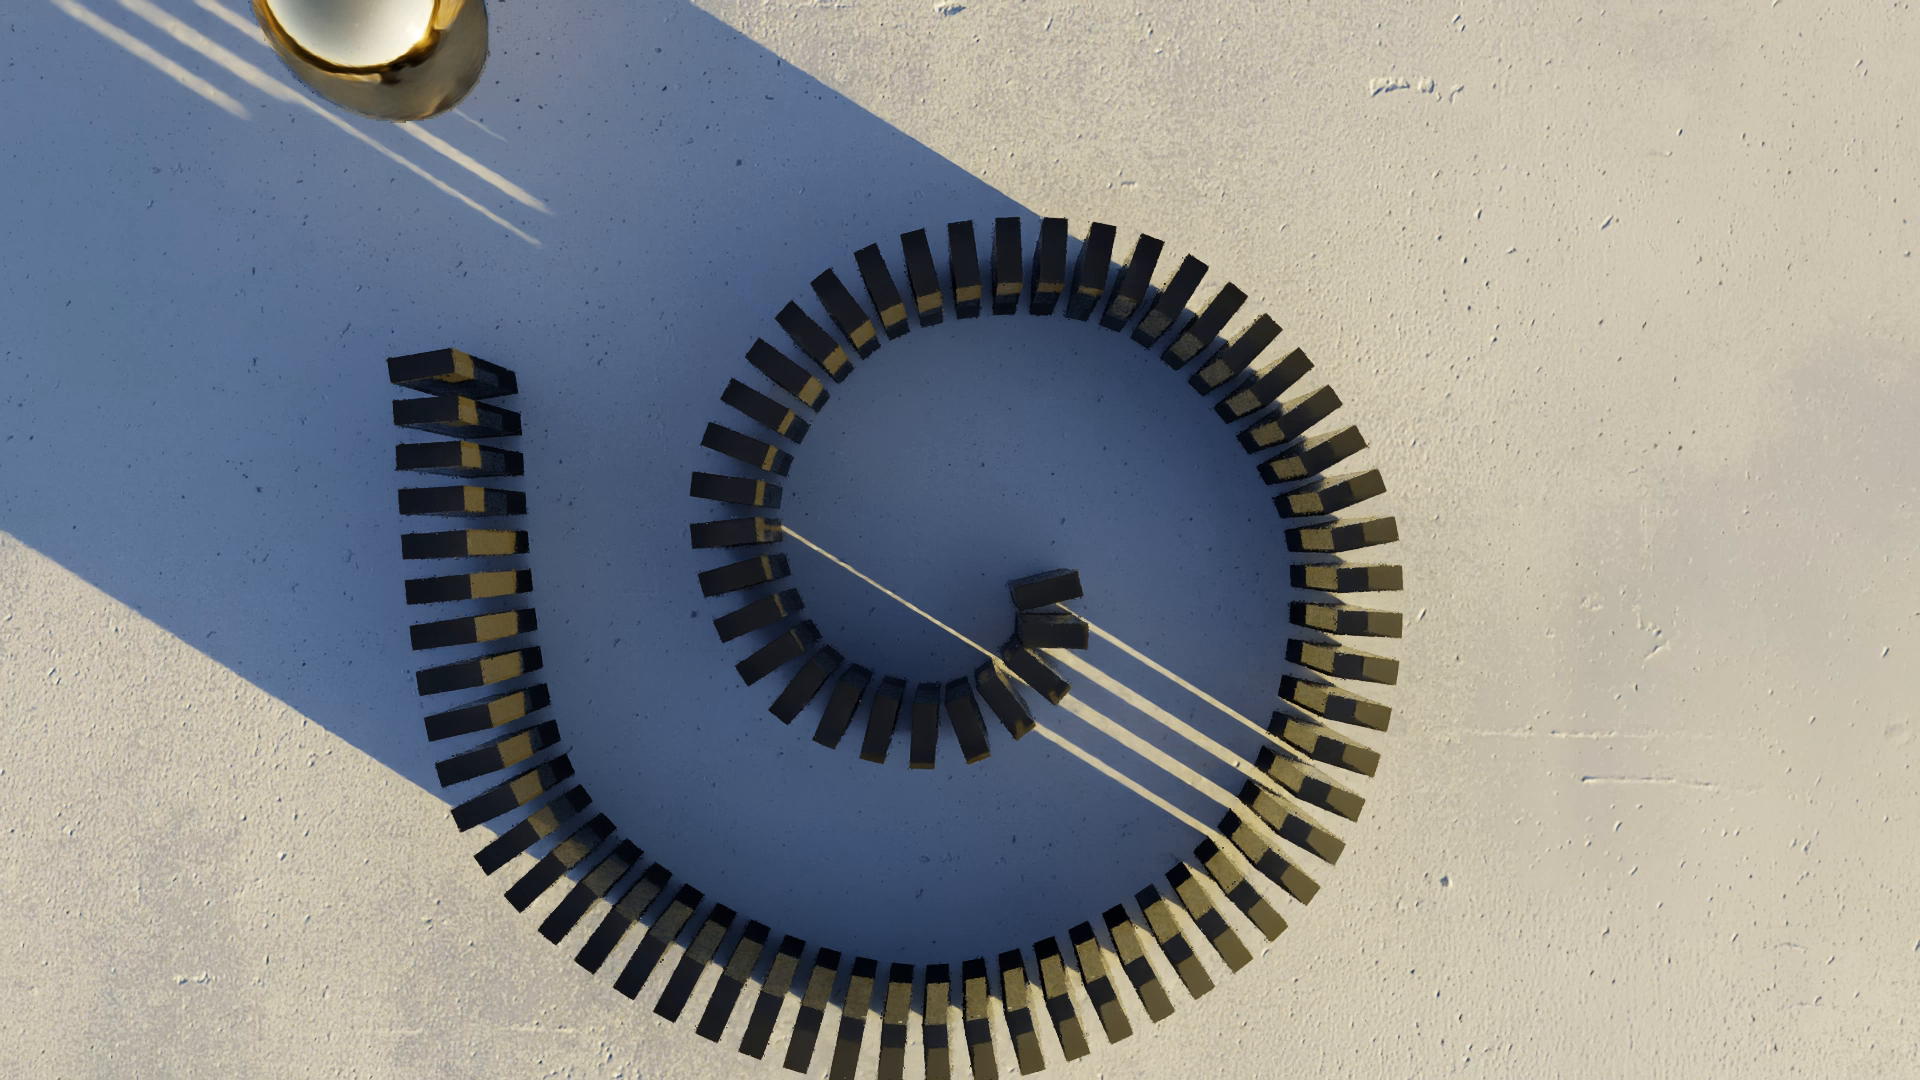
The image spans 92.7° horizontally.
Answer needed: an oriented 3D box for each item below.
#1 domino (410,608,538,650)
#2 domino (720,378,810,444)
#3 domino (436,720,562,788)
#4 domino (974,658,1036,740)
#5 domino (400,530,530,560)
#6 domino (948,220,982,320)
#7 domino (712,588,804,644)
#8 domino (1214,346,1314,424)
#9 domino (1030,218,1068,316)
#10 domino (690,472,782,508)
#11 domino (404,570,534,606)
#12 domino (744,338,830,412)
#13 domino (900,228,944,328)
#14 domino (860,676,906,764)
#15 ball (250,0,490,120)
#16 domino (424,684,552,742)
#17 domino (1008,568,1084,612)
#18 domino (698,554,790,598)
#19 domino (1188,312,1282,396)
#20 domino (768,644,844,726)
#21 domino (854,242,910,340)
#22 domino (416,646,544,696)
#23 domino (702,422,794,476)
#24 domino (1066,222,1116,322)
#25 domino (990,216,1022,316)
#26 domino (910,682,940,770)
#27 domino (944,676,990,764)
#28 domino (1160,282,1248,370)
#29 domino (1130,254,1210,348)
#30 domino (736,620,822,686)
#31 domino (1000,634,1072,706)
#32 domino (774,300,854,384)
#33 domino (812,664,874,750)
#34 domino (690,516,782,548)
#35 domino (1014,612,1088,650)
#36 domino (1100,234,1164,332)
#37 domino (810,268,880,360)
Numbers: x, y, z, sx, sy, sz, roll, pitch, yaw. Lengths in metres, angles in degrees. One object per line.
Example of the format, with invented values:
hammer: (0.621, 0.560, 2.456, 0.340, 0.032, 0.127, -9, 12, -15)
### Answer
domino: (-0.197, 0.036, 0.375, 0.025, 0.050, 0.009, -7, 90, 0)
domino: (-0.079, -0.052, 0.375, 0.025, 0.050, 0.009, 29, 90, 0)
domino: (-0.187, 0.086, 0.375, 0.025, 0.050, 0.009, -17, 90, 0)
domino: (0.018, 0.064, 0.375, 0.009, 0.050, 0.025, -38, 90, 0)
domino: (-0.201, 0.002, 0.375, 0.025, 0.050, 0.010, -4, 90, 0)
domino: (0.002, -0.109, 0.375, 0.009, 0.050, 0.025, -8, 90, 0)
domino: (-0.081, 0.030, 0.375, 0.025, 0.050, 0.010, -24, 90, 0)
domino: (0.123, -0.062, 0.375, 0.025, 0.050, 0.009, -40, 90, 0)
domino: (0.036, -0.111, 0.375, 0.009, 0.050, 0.025, 4, 90, 0)
domino: (-0.090, -0.020, 0.375, 0.025, 0.050, 0.010, 8, 90, 0)
domino: (-0.199, 0.019, 0.375, 0.025, 0.050, 0.010, -6, 90, 0)
domino: (-0.069, -0.066, 0.375, 0.025, 0.050, 0.010, 36, 90, 0)
domino: (-0.015, -0.106, 0.375, 0.009, 0.050, 0.025, -15, 90, 0)
domino: (-0.031, 0.072, 0.375, 0.010, 0.050, 0.025, 14, 90, 0)
ball: (-0.230, -0.209, 0.360, 0.080, 0.080, 0.080, 0, 90, 0)
domino: (-0.192, 0.070, 0.375, 0.025, 0.050, 0.010, -13, 90, 0)
domino: (0.034, 0.020, 0.375, 0.025, 0.050, 0.010, -14, 90, 0)
domino: (-0.087, 0.014, 0.375, 0.025, 0.050, 0.010, -16, 90, 0)
domino: (0.111, -0.075, 0.375, 0.010, 0.050, 0.025, 45, 90, 0)
domino: (-0.062, 0.058, 0.375, 0.010, 0.050, 0.025, 39, 90, 0)
domino: (-0.031, -0.100, 0.375, 0.010, 0.050, 0.025, -24, 90, 0)
domino: (-0.195, 0.053, 0.375, 0.025, 0.050, 0.010, -9, 90, 0)
domino: (-0.086, -0.036, 0.375, 0.025, 0.050, 0.009, 21, 90, 0)
domino: (0.053, -0.109, 0.375, 0.009, 0.050, 0.025, 11, 90, 0)
domino: (0.019, -0.111, 0.375, 0.009, 0.050, 0.025, -2, 90, 0)
domino: (-0.014, 0.075, 0.375, 0.009, 0.050, 0.025, 3, 90, 0)
domino: (0.003, 0.073, 0.375, 0.010, 0.050, 0.025, -21, 90, 0)
domino: (0.099, -0.086, 0.375, 0.010, 0.050, 0.025, 39, 90, 0)
domino: (0.085, -0.096, 0.375, 0.010, 0.050, 0.025, 32, 90, 0)
domino: (-0.073, 0.045, 0.375, 0.025, 0.050, 0.009, -33, 90, 0)
domino: (0.030, 0.052, 0.375, 0.025, 0.050, 0.010, 39, 90, 0)
domino: (-0.059, -0.080, 0.375, 0.025, 0.050, 0.009, 43, 90, 0)
domino: (-0.047, 0.067, 0.375, 0.009, 0.050, 0.025, 24, 90, 0)
domino: (-0.090, -0.003, 0.375, 0.025, 0.050, 0.010, -6, 90, 0)
domino: (0.037, 0.037, 0.375, 0.025, 0.050, 0.009, 2, 90, 0)
domino: (0.069, -0.104, 0.375, 0.010, 0.050, 0.025, 20, 90, 0)
domino: (-0.046, -0.091, 0.375, 0.009, 0.050, 0.025, -38, 90, 0)
